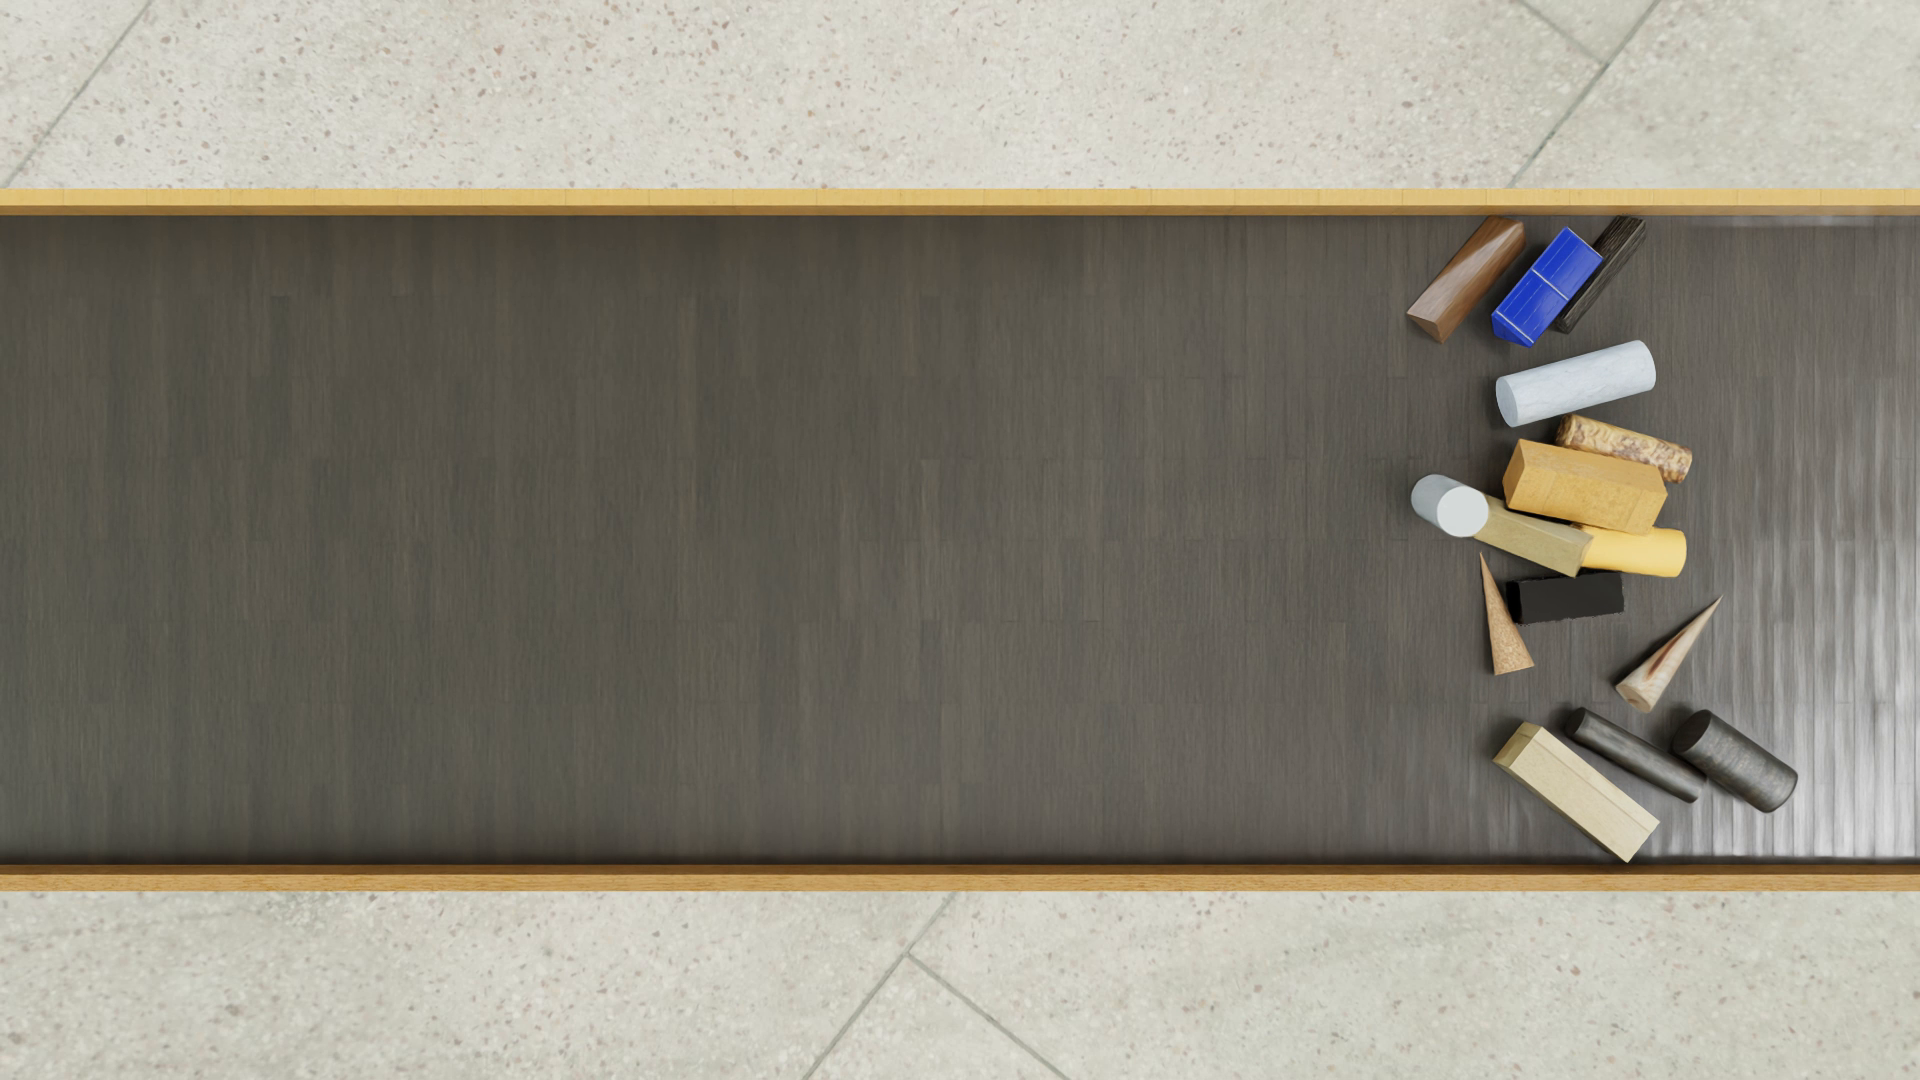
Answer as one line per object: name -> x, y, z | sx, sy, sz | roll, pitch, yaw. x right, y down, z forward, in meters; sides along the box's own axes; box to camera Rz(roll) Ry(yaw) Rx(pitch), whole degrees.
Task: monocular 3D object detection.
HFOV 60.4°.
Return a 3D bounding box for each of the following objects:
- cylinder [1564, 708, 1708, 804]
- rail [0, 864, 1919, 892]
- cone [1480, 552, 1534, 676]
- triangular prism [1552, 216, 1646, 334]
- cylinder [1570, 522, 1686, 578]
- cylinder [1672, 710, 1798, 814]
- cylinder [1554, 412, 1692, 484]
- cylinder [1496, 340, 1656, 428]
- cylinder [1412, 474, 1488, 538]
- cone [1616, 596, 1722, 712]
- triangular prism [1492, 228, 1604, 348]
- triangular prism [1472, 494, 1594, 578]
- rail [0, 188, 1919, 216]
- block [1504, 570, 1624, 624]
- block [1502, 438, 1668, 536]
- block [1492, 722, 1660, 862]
cylinder -> 2.057, 0.655, 5.024 | 0.421, 0.105, 0.105 | 29, 90, 0
rail -> -2.247, 1.025, 5.001 | 12.000, 0.150, 0.050 | 0, 90, 0
cone -> 1.644, 0.214, 5.047 | 0.119, 0.119, 0.383 | -14, 81, 0
triangular prism -> 1.946, -0.815, 5.026 | 0.111, 0.096, 0.382 | 39, 90, 0
cylinder -> 2.018, 0.024, 5.004 | 0.309, 0.144, 0.144 | 6, 90, 0
cylinder -> 2.347, 0.670, 4.997 | 0.318, 0.160, 0.160 | 35, 90, 0
cylinder -> 2.016, -0.279, 5.018 | 0.377, 0.117, 0.117 | 16, 90, 0
cylinder -> 1.863, -0.474, 4.998 | 0.428, 0.158, 0.158 | -15, 90, 0
cylinder -> 1.449, -0.105, 4.892 | 0.146, 0.351, 0.146 | 0, 98, 3
cone -> 2.199, 0.325, 5.046 | 0.123, 0.123, 0.441 | 44, 82, 0
triangular prism -> 1.748, -0.772, 4.978 | 0.132, 0.152, 0.347 | 40, 90, -33
triangular prism -> 1.698, -0.030, 4.937 | 0.351, 0.119, 0.138 | 25, 84, 26
rail -> -2.247, -1.025, 5.002 | 12.000, 0.150, 0.050 | 0, 90, 0
block -> 1.837, 0.173, 5.014 | 0.307, 0.125, 0.125 | -7, 90, 0
block -> 1.874, -0.159, 4.960 | 0.421, 0.154, 0.154 | 12, 126, 2
block -> 1.863, 0.760, 4.998 | 0.453, 0.156, 0.156 | 39, 90, 0
